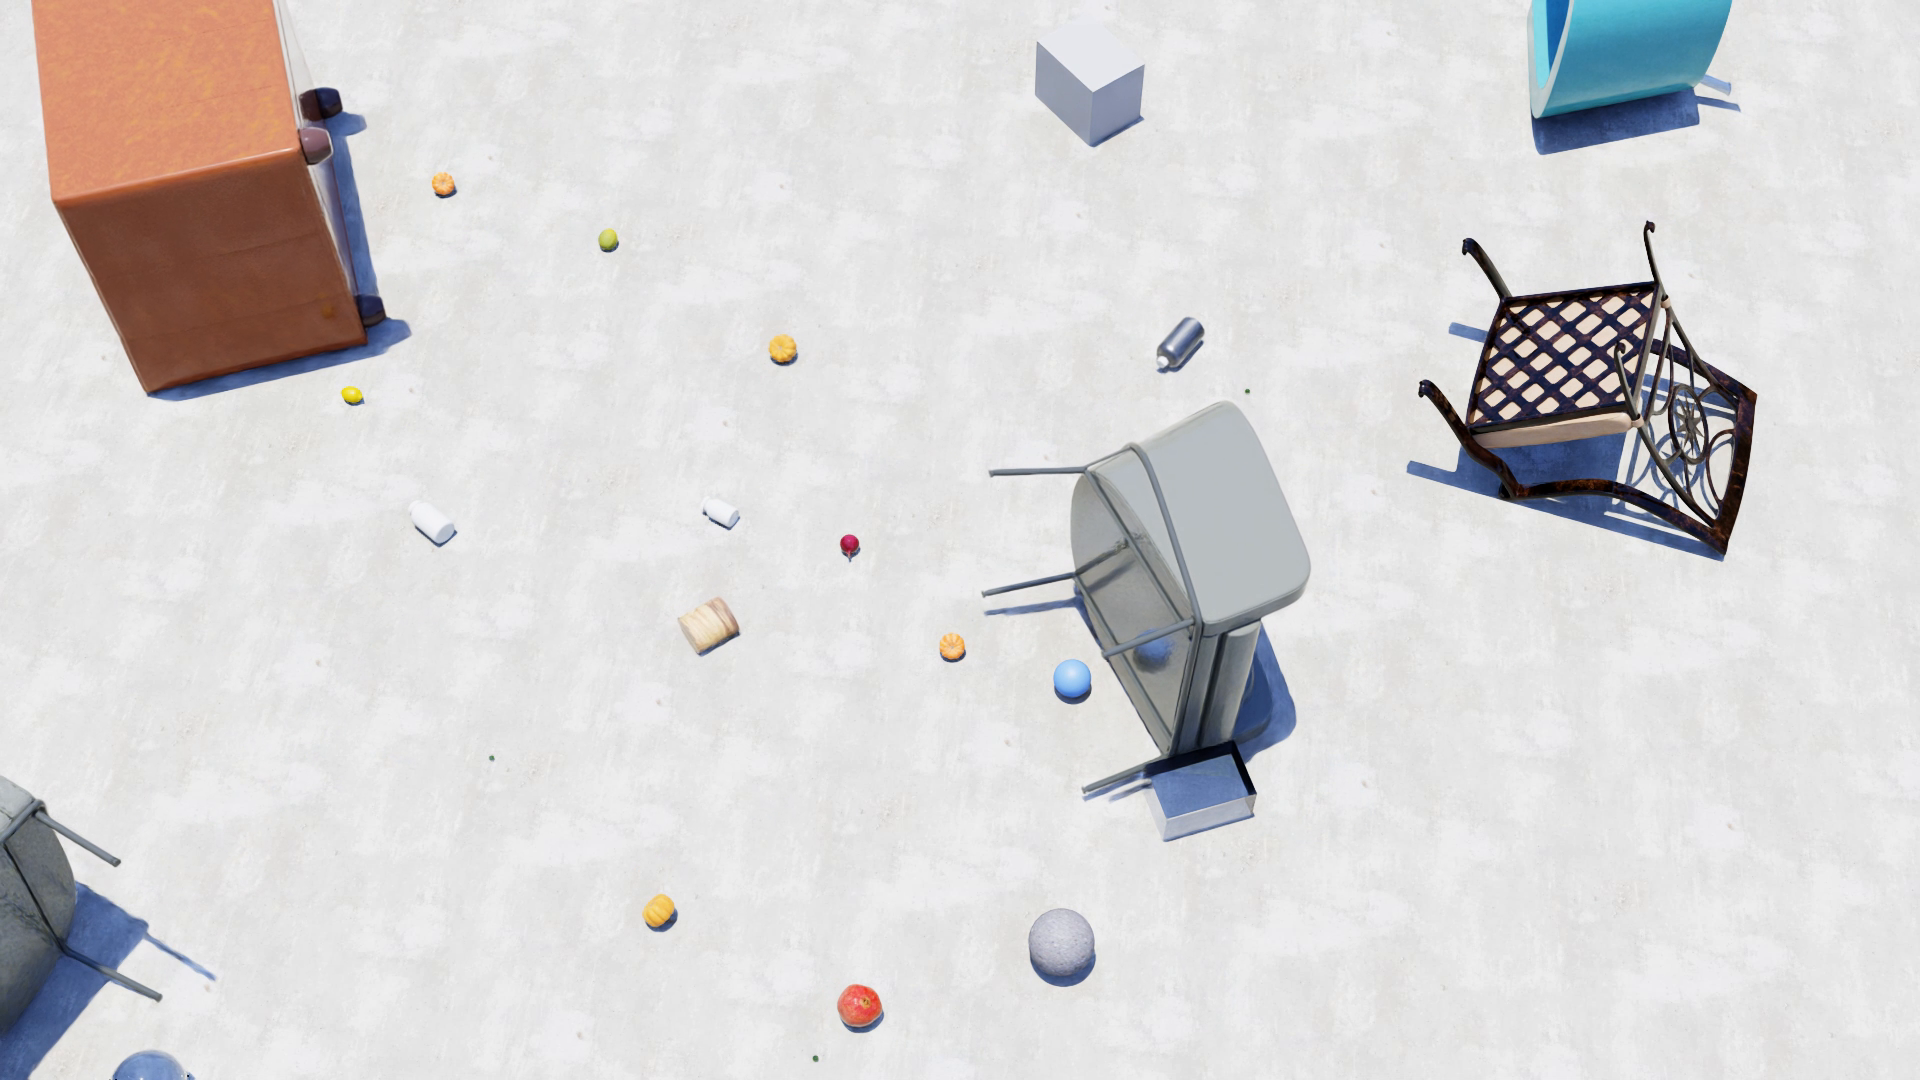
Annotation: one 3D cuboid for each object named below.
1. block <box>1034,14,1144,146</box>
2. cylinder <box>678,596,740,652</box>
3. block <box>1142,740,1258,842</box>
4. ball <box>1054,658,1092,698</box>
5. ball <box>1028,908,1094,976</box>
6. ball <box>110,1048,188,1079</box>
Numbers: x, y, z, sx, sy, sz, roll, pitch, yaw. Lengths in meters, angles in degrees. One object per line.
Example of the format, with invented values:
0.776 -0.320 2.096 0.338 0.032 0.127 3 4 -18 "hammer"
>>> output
0.437 -1.564 7.470 0.223 0.255 0.303 -32 62 -19 "block"
-0.728 0.243 6.361 0.137 0.081 0.120 -30 71 -18 "cylinder"
0.654 0.687 6.031 0.262 0.136 0.174 -14 57 -9 "block"
0.319 0.392 6.245 0.109 0.109 0.109 0 56 0 "ball"
0.266 1.053 5.761 0.176 0.176 0.176 0 56 0 "ball"
-2.044 1.377 5.538 0.186 0.186 0.186 0 56 0 "ball"
